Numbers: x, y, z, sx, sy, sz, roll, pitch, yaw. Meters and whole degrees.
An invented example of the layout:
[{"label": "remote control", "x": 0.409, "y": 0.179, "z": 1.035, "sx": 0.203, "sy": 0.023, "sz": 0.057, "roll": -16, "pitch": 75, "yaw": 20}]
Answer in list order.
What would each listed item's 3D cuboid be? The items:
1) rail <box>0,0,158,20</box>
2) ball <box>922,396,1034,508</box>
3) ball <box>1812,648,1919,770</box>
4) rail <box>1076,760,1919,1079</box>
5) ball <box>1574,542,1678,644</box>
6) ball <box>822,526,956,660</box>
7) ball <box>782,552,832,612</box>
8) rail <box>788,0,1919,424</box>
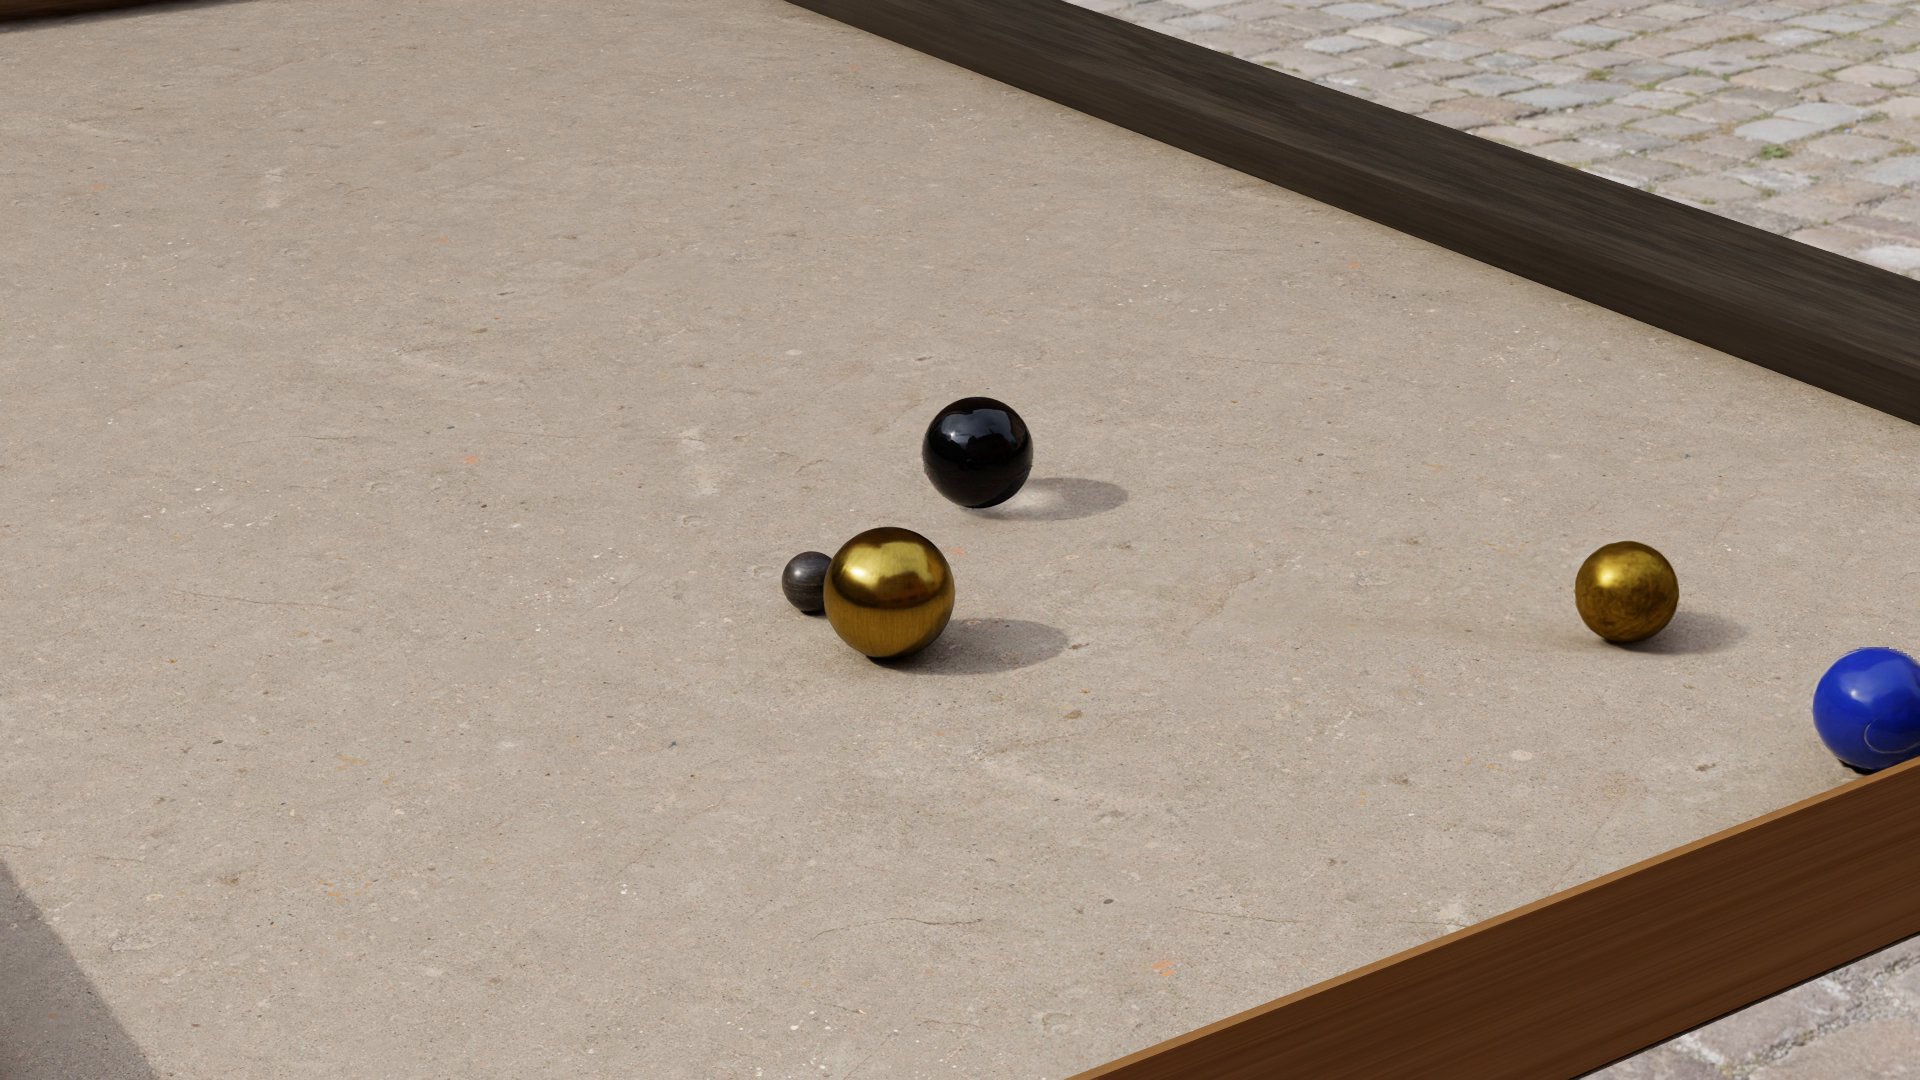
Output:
[{"label": "rail", "x": -1.262, "y": -0.782, "z": 4.055, "sx": 1.823, "sy": 0.128, "sz": 0.045, "roll": -15, "pitch": 27, "yaw": -30}, {"label": "ball", "x": 0.015, "y": -0.073, "z": 2.447, "sx": 0.093, "sy": 0.093, "sz": 0.093, "roll": 0, "pitch": 23, "yaw": 0}, {"label": "ball", "x": 0.628, "y": 0.116, "z": 2.018, "sx": 0.084, "sy": 0.084, "sz": 0.084, "roll": 0, "pitch": 23, "yaw": 0}, {"label": "rail", "x": 0.412, "y": 0.222, "z": 1.713, "sx": 1.823, "sy": 0.128, "sz": 0.045, "roll": -15, "pitch": 27, "yaw": -30}, {"label": "ball", "x": 0.500, "y": 0.039, "z": 2.207, "sx": 0.077, "sy": 0.077, "sz": 0.077, "roll": 0, "pitch": 23, "yaw": 0}, {"label": "ball", "x": -0.053, "y": 0.039, "z": 2.179, "sx": 0.098, "sy": 0.098, "sz": 0.098, "roll": 0, "pitch": 23, "yaw": 0}, {"label": "ball", "x": -0.114, "y": 0.032, "z": 2.261, "sx": 0.047, "sy": 0.047, "sz": 0.047, "roll": 0, "pitch": 23, "yaw": 0}, {"label": "rail", "x": 0.317, "y": -0.473, "z": 3.333, "sx": 0.045, "sy": 0.128, "sz": 3.096, "roll": -15, "pitch": 27, "yaw": -30}]
